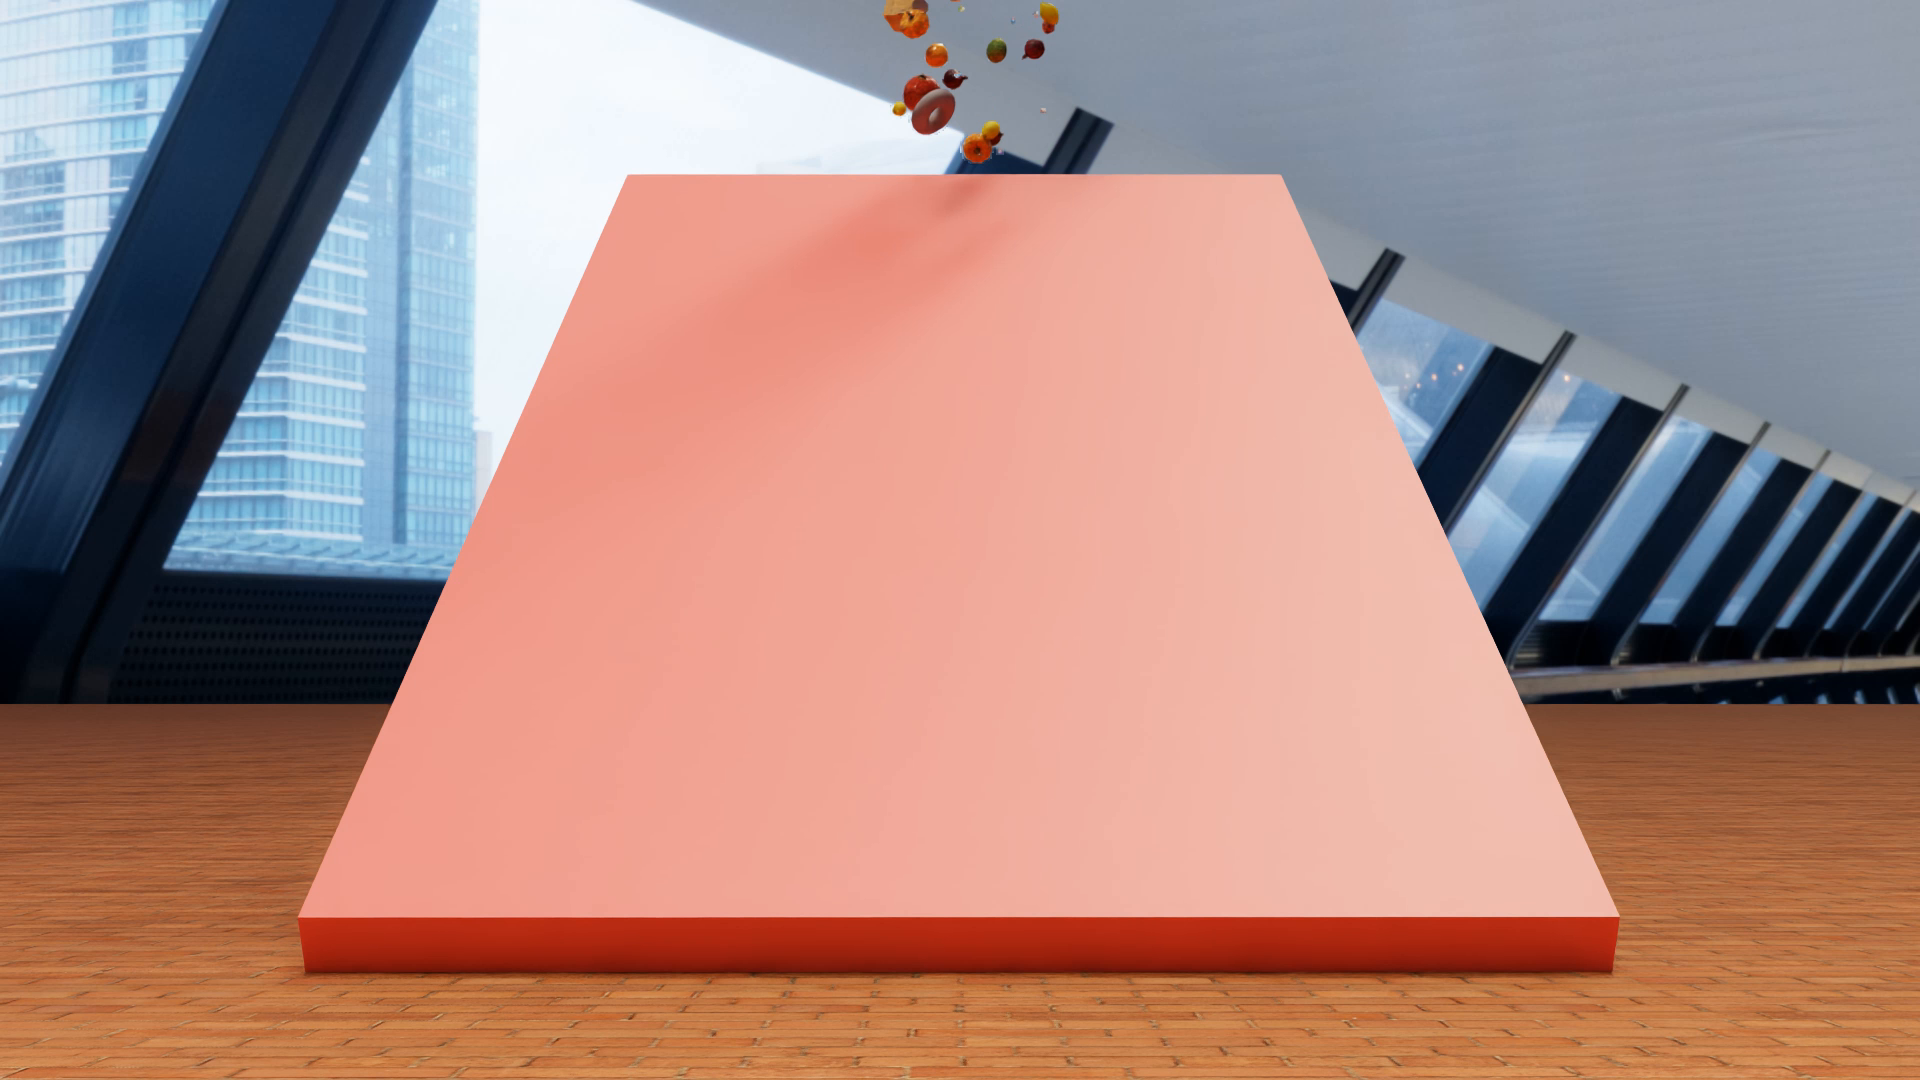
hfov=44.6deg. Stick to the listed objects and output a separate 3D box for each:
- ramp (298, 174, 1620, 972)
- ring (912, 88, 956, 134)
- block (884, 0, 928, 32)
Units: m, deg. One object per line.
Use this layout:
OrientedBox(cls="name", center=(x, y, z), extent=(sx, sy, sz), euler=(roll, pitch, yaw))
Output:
OrientedBox(cls="ramp", center=(-0.009, -0.229, 5.375), extent=(2.000, 0.100, 4.000), euler=(0, 25, 0))
OrientedBox(cls="ring", center=(-0.077, -1.232, 6.738), extent=(0.050, 0.150, 0.150), euler=(46, 18, 24))
OrientedBox(cls="block", center=(-0.164, -1.611, 7.121), extent=(0.092, 0.092, 0.092), euler=(5, -22, 25))
